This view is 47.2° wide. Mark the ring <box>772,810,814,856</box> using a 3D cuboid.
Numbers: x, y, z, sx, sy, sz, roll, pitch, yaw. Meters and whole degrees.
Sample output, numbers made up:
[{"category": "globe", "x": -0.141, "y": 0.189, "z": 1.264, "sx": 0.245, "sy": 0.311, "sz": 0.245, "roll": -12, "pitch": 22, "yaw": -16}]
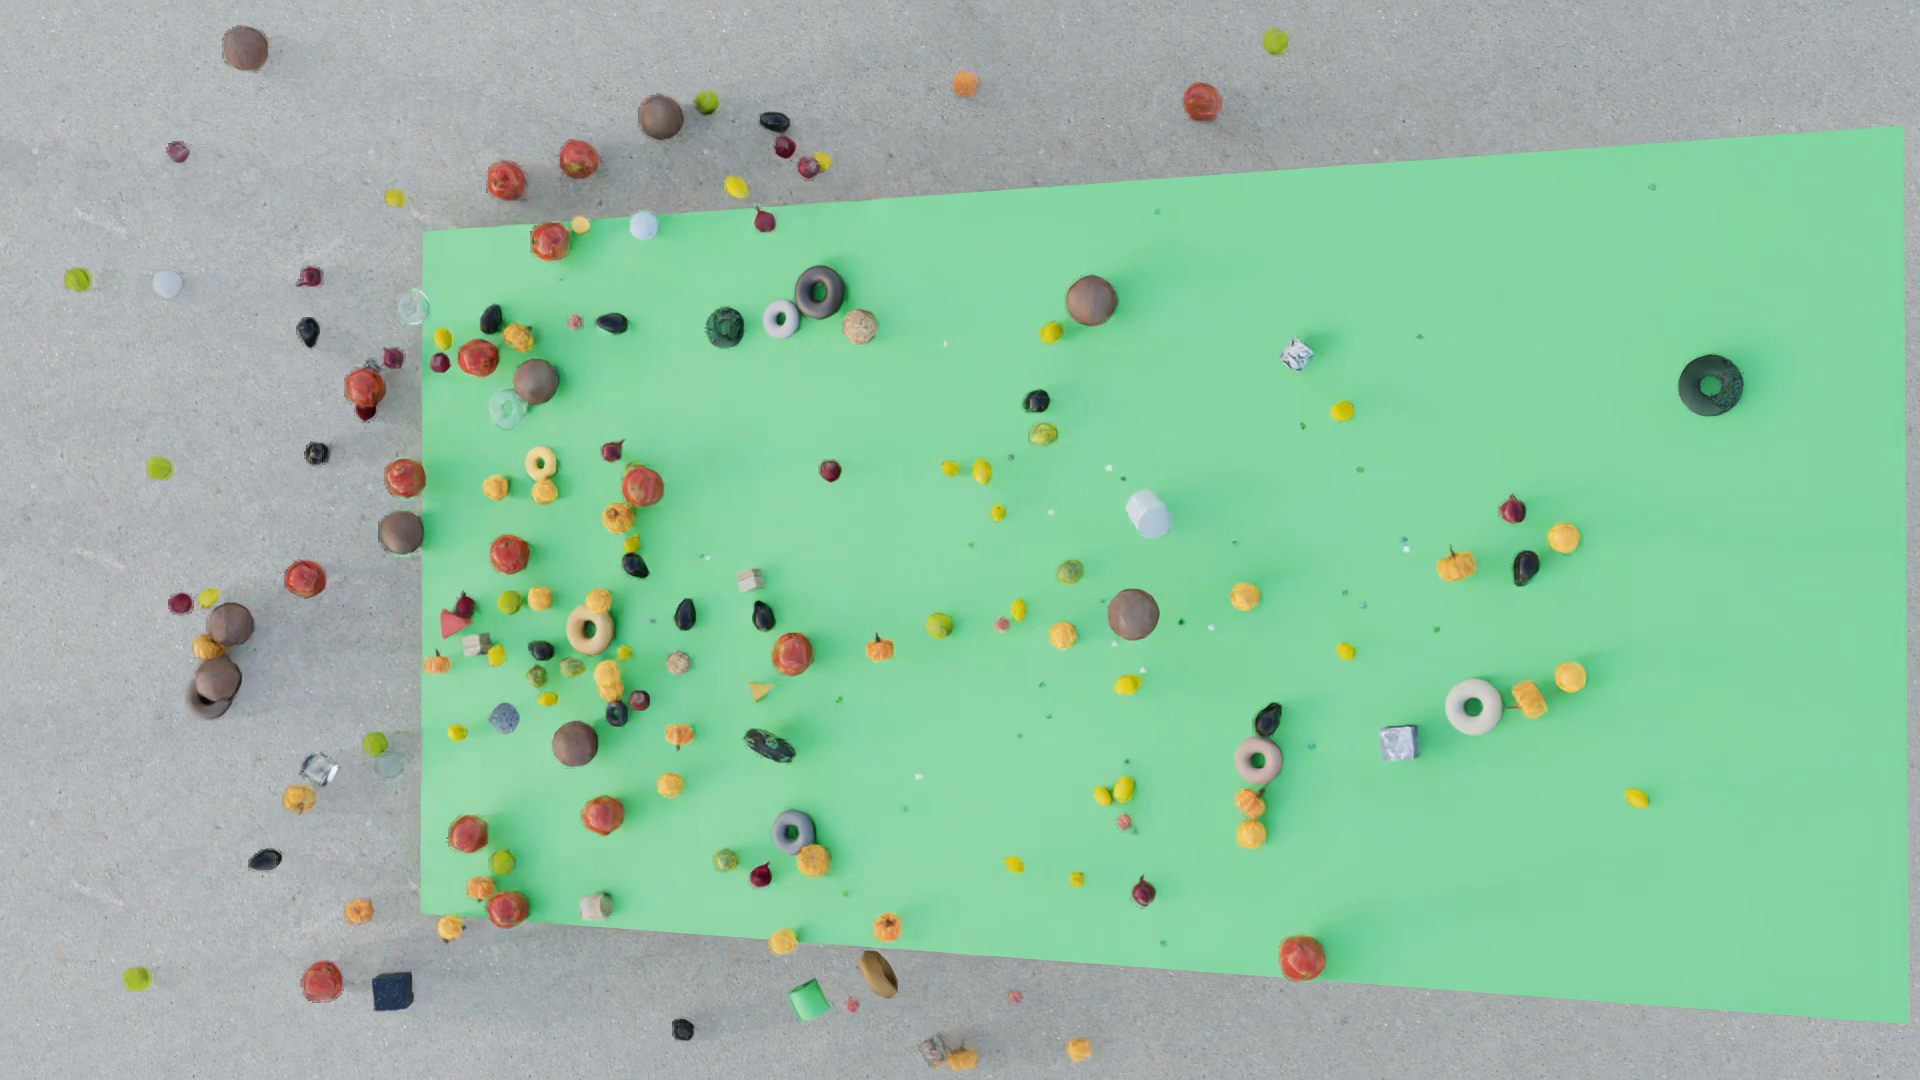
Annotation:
[{"category": "ring", "x": -0.451, "y": 0.791, "z": 5.945, "sx": 0.126, "sy": 0.042, "sz": 0.126, "roll": 0, "pitch": 91, "yaw": 24}]

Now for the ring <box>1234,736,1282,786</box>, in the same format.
[{"category": "ring", "x": 0.740, "y": 0.546, "z": 5.445, "sx": 0.122, "sy": 0.041, "sz": 0.122, "roll": -1, "pitch": 88, "yaw": 23}]

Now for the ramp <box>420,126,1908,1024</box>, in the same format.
[{"category": "ramp", "x": 0.283, "y": 0.085, "z": 5.720, "sx": 4.000, "sy": 0.100, "sz": 2.000, "roll": 0, "pitch": 89, "yaw": 23}]

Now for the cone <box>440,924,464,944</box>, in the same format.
[{"category": "cone", "x": -1.497, "y": 1.157, "z": 6.505, "sx": 0.067, "sy": 0.067, "sz": 0.067, "roll": -16, "pitch": 89, "yaw": -14}]

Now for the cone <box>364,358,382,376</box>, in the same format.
[{"category": "cone", "x": -1.725, "y": -0.507, "z": 6.506, "sx": 0.051, "sy": 0.051, "sz": 0.051, "roll": 13, "pitch": 89, "yaw": 25}]

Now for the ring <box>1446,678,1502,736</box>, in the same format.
[{"category": "ring", "x": 1.224, "y": 0.398, "z": 5.240, "sx": 0.136, "sy": 0.045, "sz": 0.136, "roll": -1, "pitch": 88, "yaw": 24}]

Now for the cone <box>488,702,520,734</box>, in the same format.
[{"category": "cone", "x": -1.326, "y": 0.513, "z": 6.290, "sx": 0.092, "sy": 0.092, "sz": 0.092, "roll": 0, "pitch": 89, "yaw": 23}]

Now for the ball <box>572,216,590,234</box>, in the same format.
[{"category": "ball", "x": -1.075, "y": -0.890, "z": 6.223, "sx": 0.051, "sy": 0.051, "sz": 0.051, "roll": 0, "pitch": 89, "yaw": 0}]

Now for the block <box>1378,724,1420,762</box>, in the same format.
[{"category": "block", "x": 1.057, "y": 0.489, "z": 5.291, "sx": 0.078, "sy": 0.078, "sz": 0.078, "roll": -7, "pitch": 87, "yaw": 23}]

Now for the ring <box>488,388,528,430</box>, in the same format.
[{"category": "ring", "x": -1.298, "y": -0.376, "z": 6.317, "sx": 0.124, "sy": 0.041, "sz": 0.124, "roll": 0, "pitch": 91, "yaw": 23}]

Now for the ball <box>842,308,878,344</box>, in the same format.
[{"category": "ball", "x": -0.267, "y": -0.568, "z": 5.855, "sx": 0.094, "sy": 0.094, "sz": 0.094, "roll": 0, "pitch": 89, "yaw": 0}]

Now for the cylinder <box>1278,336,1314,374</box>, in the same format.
[{"category": "cylinder", "x": 0.827, "y": -0.455, "z": 5.406, "sx": 0.065, "sy": 0.065, "sz": 0.065, "roll": 36, "pitch": 103, "yaw": 0}]

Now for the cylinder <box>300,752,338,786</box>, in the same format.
[{"category": "cylinder", "x": -1.888, "y": 0.675, "z": 6.482, "sx": 0.076, "sy": 0.076, "sz": 0.076, "roll": 28, "pitch": 89, "yaw": 6}]

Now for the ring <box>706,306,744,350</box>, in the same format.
[{"category": "ring", "x": -0.646, "y": -0.583, "z": 6.046, "sx": 0.116, "sy": 0.039, "sz": 0.116, "roll": 0, "pitch": 91, "yaw": 23}]

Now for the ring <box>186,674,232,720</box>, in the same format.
[{"category": "ring", "x": -2.226, "y": 0.463, "z": 6.517, "sx": 0.137, "sy": 0.046, "sz": 0.137, "roll": 0, "pitch": 89, "yaw": -1}]

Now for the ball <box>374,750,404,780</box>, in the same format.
[{"category": "ball", "x": -1.672, "y": 0.659, "z": 6.440, "sx": 0.086, "sy": 0.086, "sz": 0.086, "roll": 0, "pitch": 89, "yaw": 0}]

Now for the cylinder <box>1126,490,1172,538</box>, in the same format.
[{"category": "cylinder", "x": 0.475, "y": -0.066, "z": 5.515, "sx": 0.090, "sy": 0.090, "sz": 0.090, "roll": -8, "pitch": 122, "yaw": -12}]

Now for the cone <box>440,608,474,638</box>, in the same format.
[{"category": "cone", "x": -1.452, "y": 0.240, "z": 6.374, "sx": 0.091, "sy": 0.091, "sz": 0.091, "roll": -3, "pitch": 89, "yaw": -4}]

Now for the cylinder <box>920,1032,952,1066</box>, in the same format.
[{"category": "cylinder", "x": -0.069, "y": 1.489, "z": 6.425, "sx": 0.073, "sy": 0.073, "sz": 0.073, "roll": -31, "pitch": 78, "yaw": 0}]

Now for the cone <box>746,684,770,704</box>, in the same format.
[{"category": "cone", "x": -0.538, "y": 0.407, "z": 5.993, "sx": 0.063, "sy": 0.063, "sz": 0.063, "roll": -30, "pitch": 89, "yaw": -22}]

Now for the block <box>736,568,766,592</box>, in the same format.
[{"category": "block", "x": -0.571, "y": 0.110, "z": 5.997, "sx": 0.053, "sy": 0.053, "sz": 0.053, "roll": -21, "pitch": 81, "yaw": 21}]

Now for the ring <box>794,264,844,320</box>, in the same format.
[{"category": "ring", "x": -0.379, "y": -0.668, "z": 5.928, "sx": 0.148, "sy": 0.049, "sz": 0.148, "roll": 0, "pitch": 91, "yaw": 24}]

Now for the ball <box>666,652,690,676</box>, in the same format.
[{"category": "ball", "x": -0.780, "y": 0.341, "z": 6.075, "sx": 0.067, "sy": 0.067, "sz": 0.067, "roll": 0, "pitch": 89, "yaw": 0}]

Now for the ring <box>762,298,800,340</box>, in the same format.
[{"category": "ring", "x": -0.486, "y": -0.601, "z": 5.978, "sx": 0.112, "sy": 0.037, "sz": 0.112, "roll": -1, "pitch": 89, "yaw": 27}]

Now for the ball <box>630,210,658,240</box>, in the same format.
[{"category": "ball", "x": -0.880, "y": -0.875, "z": 6.124, "sx": 0.082, "sy": 0.082, "sz": 0.082, "roll": 0, "pitch": 89, "yaw": 0}]

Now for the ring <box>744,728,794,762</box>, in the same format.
[{"category": "ring", "x": -0.511, "y": 0.553, "z": 5.911, "sx": 0.147, "sy": 0.147, "sz": 0.049, "roll": 26, "pitch": 92, "yaw": 0}]

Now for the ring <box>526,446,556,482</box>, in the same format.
[{"category": "ring", "x": -1.196, "y": -0.218, "z": 6.276, "sx": 0.101, "sy": 0.034, "sz": 0.101, "roll": 0, "pitch": 89, "yaw": 23}]

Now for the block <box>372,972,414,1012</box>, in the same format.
[{"category": "block", "x": -1.672, "y": 1.330, "z": 6.482, "sx": 0.093, "sy": 0.093, "sz": 0.093, "roll": -4, "pitch": 89, "yaw": 0}]

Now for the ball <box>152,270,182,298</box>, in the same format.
[{"category": "ball", "x": -2.347, "y": -0.759, "z": 6.512, "sx": 0.085, "sy": 0.085, "sz": 0.085, "roll": 0, "pitch": 89, "yaw": 0}]

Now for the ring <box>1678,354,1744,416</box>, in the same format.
[{"category": "ring", "x": 1.720, "y": -0.354, "z": 5.039, "sx": 0.143, "sy": 0.048, "sz": 0.143, "roll": 0, "pitch": 89, "yaw": 24}]

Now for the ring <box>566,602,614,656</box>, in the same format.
[{"category": "ring", "x": -1.042, "y": 0.252, "z": 6.197, "sx": 0.150, "sy": 0.050, "sz": 0.150, "roll": 0, "pitch": 91, "yaw": 22}]

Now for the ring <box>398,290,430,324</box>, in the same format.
[{"category": "ring", "x": -1.602, "y": -0.684, "z": 6.453, "sx": 0.104, "sy": 0.035, "sz": 0.104, "roll": -1, "pitch": 88, "yaw": 24}]

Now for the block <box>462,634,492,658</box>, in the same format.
[{"category": "block", "x": -1.392, "y": 0.303, "z": 6.339, "sx": 0.057, "sy": 0.057, "sz": 0.057, "roll": -12, "pitch": 85, "yaw": 22}]

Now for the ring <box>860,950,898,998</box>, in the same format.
[{"category": "ring", "x": -0.223, "y": 1.196, "z": 6.061, "sx": 0.049, "sy": 0.146, "sz": 0.146, "roll": -35, "pitch": 89, "yaw": 9}]

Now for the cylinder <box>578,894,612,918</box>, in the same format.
[{"category": "cylinder", "x": -1.021, "y": 1.027, "z": 6.168, "sx": 0.068, "sy": 0.068, "sz": 0.068, "roll": -7, "pitch": 89, "yaw": 23}]

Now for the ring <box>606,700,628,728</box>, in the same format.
[{"category": "ring", "x": -0.963, "y": 0.487, "z": 6.169, "sx": 0.077, "sy": 0.026, "sz": 0.077, "roll": 4, "pitch": 98, "yaw": 30}]
